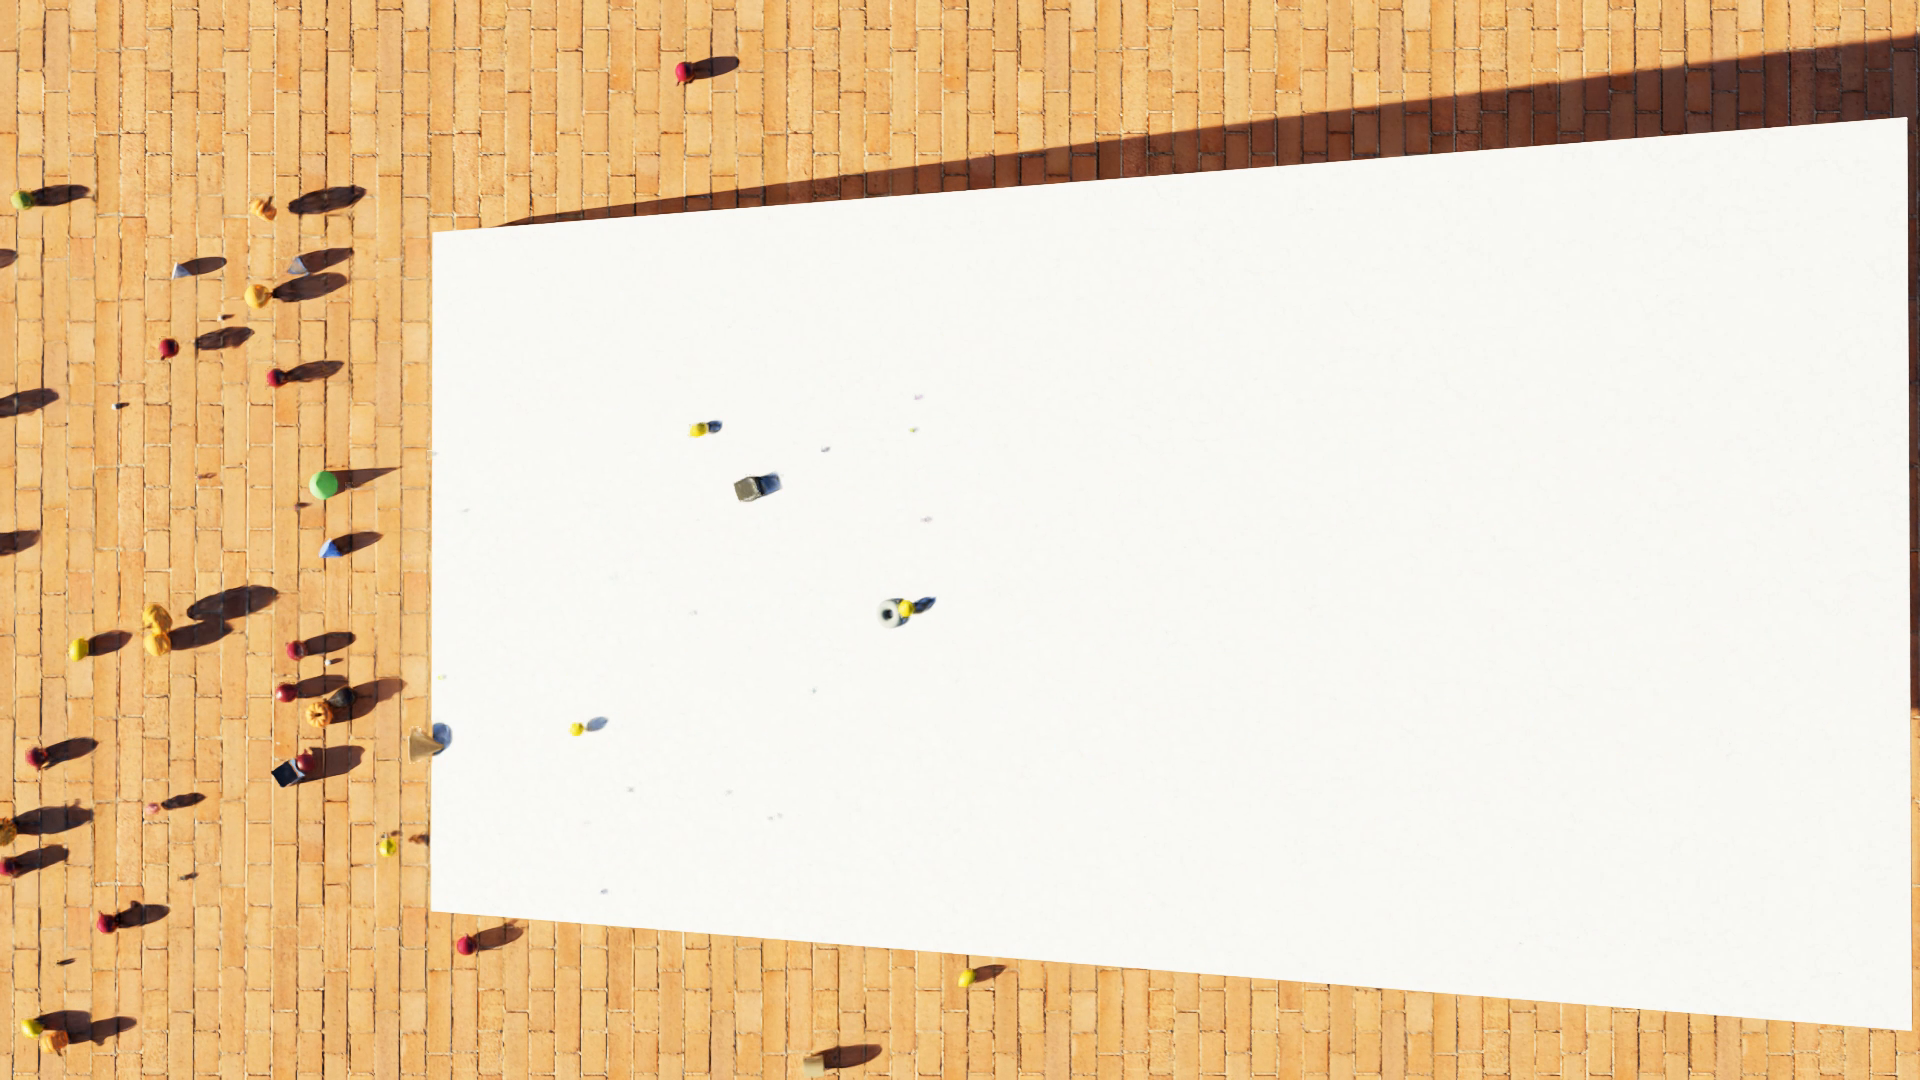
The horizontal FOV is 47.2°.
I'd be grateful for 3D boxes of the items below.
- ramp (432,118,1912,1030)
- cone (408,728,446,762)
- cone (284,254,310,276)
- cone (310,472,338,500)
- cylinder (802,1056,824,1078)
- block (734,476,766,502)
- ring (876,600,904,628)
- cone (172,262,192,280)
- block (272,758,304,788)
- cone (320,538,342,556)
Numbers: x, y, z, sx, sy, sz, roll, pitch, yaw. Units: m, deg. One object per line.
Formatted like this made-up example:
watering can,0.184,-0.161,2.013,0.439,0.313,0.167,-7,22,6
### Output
ramp,0.282,0.082,5.695,4.000,0.100,2.000,0,89,25
cone,-1.556,0.604,6.453,0.099,0.099,0.099,2,89,-1
cone,-1.972,-0.807,6.570,0.067,0.067,0.067,35,89,-26
cone,-1.904,-0.164,6.535,0.085,0.085,0.085,0,89,0
cylinder,-0.434,1.562,6.528,0.060,0.060,0.060,-5,89,0
block,-0.576,-0.139,6.007,0.055,0.055,0.055,-23,80,23
ring,-0.186,0.196,5.839,0.079,0.026,0.079,0,89,24
cone,-2.321,-0.798,6.573,0.054,0.054,0.054,13,89,-26
block,-1.998,0.695,6.538,0.061,0.061,0.061,-34,89,0
cone,-1.869,0.036,6.562,0.060,0.060,0.060,30,89,-26
